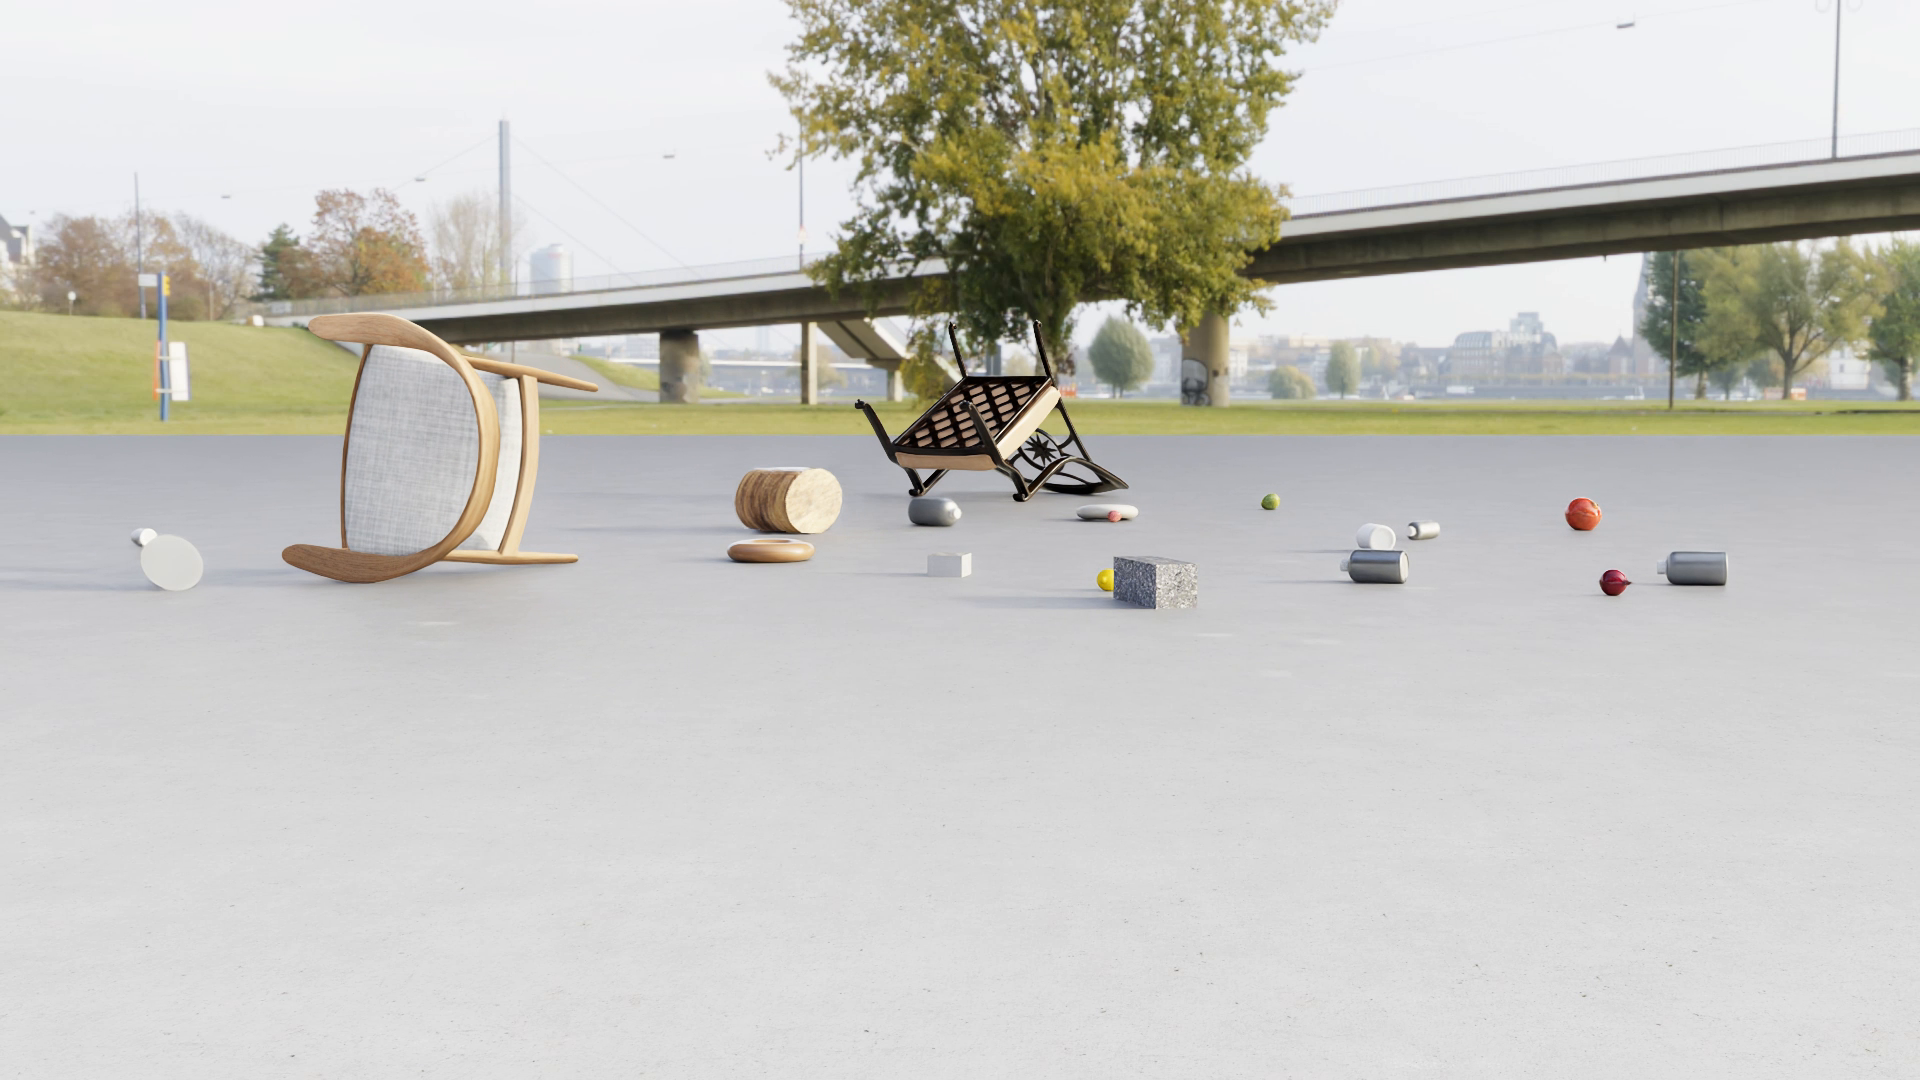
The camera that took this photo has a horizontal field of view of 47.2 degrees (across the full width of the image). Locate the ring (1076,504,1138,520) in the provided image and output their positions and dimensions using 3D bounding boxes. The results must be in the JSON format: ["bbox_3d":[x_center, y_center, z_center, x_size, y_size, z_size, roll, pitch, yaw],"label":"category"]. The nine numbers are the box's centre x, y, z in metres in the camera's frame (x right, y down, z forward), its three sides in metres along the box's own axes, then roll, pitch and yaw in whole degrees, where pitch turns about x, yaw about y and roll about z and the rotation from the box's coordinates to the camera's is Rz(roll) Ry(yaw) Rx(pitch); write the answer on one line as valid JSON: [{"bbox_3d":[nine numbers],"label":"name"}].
[{"bbox_3d":[0.505,-0.096,7.544,0.211,0.046,0.230,-1,-1,22],"label":"ring"}]

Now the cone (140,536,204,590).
[{"bbox_3d":[-1.779,0.075,5.014,0.143,0.117,0.212,35,-17,-1],"label":"cone"}]

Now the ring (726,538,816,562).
[{"bbox_3d":[-0.495,0.028,5.769,0.222,0.051,0.242,4,6,41],"label":"ring"}]

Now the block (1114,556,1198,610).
[{"bbox_3d":[0.408,0.087,4.611,0.091,0.091,0.239,-1,4,-17],"label":"block"}]

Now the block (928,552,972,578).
[{"bbox_3d":[-0.026,0.060,5.306,0.085,0.051,0.107,1,4,12],"label":"block"}]

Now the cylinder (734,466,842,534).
[{"bbox_3d":[-0.539,-0.127,6.904,0.228,0.203,0.253,-24,19,-40],"label":"cylinder"}]
